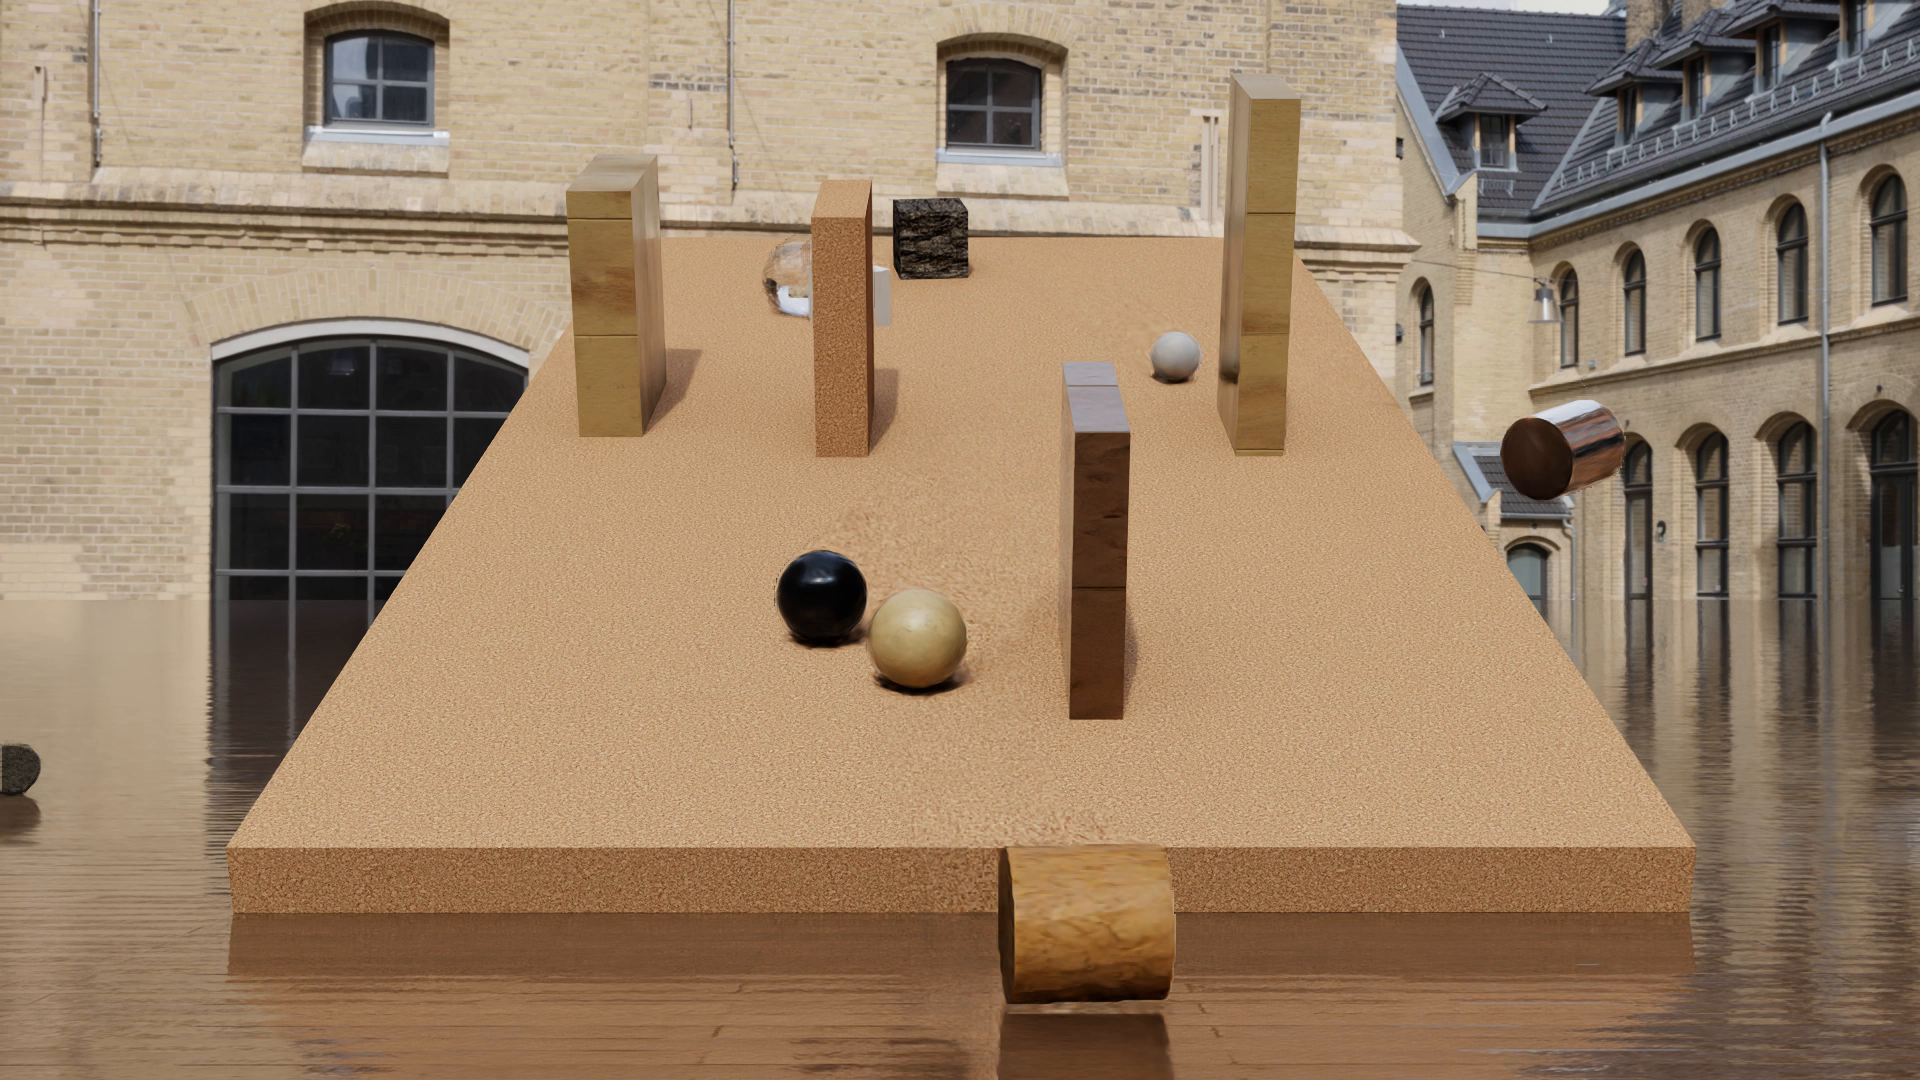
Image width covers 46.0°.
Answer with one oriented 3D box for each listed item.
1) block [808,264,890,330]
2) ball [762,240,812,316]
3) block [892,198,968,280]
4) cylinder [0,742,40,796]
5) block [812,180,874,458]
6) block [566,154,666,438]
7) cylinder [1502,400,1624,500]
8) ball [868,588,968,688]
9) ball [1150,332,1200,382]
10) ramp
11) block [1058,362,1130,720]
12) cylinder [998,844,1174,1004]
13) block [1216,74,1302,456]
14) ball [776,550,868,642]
[{"bbox_3d":[-0.283,-0.622,5.786,0.148,0.148,0.148,-16,25,-37],"label":"block"},{"bbox_3d":[-0.418,-0.681,5.883,0.194,0.194,0.194,0,-1,0],"label":"ball"},{"bbox_3d":[-0.084,-0.850,6.369,0.190,0.190,0.190,-2,20,-7],"label":"block"},{"bbox_3d":[-2.073,0.500,4.945,0.109,0.109,0.109,0,-1,-20],"label":"cylinder"},{"bbox_3d":[-0.248,-0.483,4.852,0.109,0.509,0.417,0,19,0],"label":"block"},{"bbox_3d":[-0.754,-0.548,4.995,0.136,0.534,0.444,0,19,0],"label":"block"},{"bbox_3d":[1.293,-0.194,4.847,0.183,0.183,0.183,-17,10,-37],"label":"cylinder"},{"bbox_3d":[-0.067,0.156,3.575,0.158,0.158,0.158,0,-1,0],"label":"ball"},{"bbox_3d":[0.505,-0.430,5.295,0.117,0.117,0.117,0,-1,0],"label":"ball"},{"bbox_3d":[-0.005,-0.202,4.973,2.000,0.100,4.000,0,19,0],"label":"ramp"},{"bbox_3d":[0.209,-0.008,3.585,0.082,0.460,0.402,0,19,0],"label":"block"},{"bbox_3d":[0.131,0.406,2.395,0.164,0.164,0.164,-1,-1,-5],"label":"cylinder"},{"bbox_3d":[0.630,-0.588,4.798,0.099,0.746,0.363,0,19,0],"label":"block"},{"bbox_3d":[-0.229,0.093,3.761,0.152,0.152,0.152,0,-1,0],"label":"ball"}]
